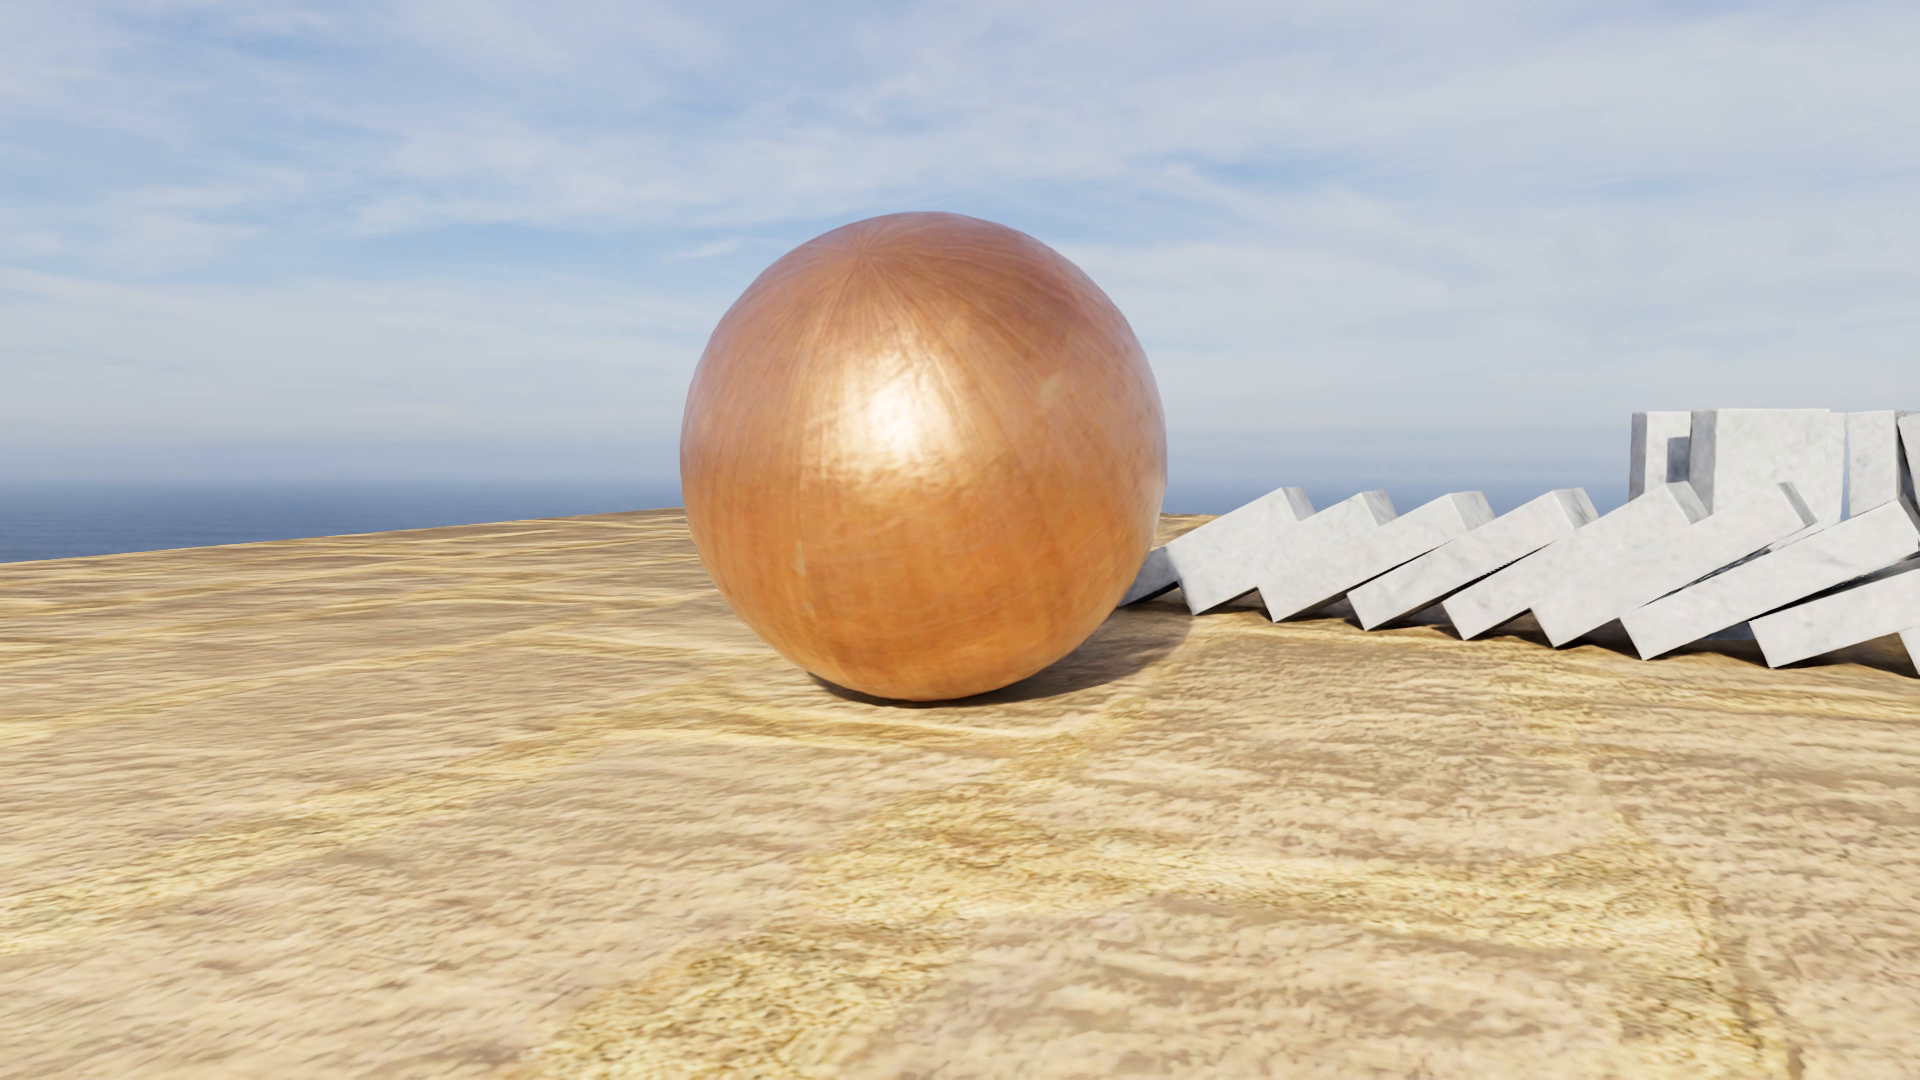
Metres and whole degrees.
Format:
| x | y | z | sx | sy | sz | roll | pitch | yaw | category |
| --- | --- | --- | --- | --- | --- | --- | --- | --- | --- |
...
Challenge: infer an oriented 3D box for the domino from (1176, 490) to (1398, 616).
| x | y | z | sx | sy | sz | roll | pitch | yaw | category |
| --- | --- | --- | --- | --- | --- | --- | --- | --- | --- |
| 0.081 | 0.003 | 0.318 | 0.050 | 0.009 | 0.025 | -29 | -11 | 29 | domino |

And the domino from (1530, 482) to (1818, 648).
| x | y | z | sx | sy | sz | roll | pitch | yaw | category |
| --- | --- | --- | --- | --- | --- | --- | --- | --- | --- |
| 0.145 | 0.005 | 0.261 | 0.050 | 0.010 | 0.025 | -36 | -19 | 34 | domino |

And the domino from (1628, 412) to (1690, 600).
| x | y | z | sx | sy | sz | roll | pitch | yaw | category |
| --- | --- | --- | --- | --- | --- | --- | --- | --- | --- |
| 0.174 | -0.005 | 0.305 | 0.025 | 0.050 | 0.009 | 1 | 4 | 7 | domino |

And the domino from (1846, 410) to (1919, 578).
| x | y | z | sx | sy | sz | roll | pitch | yaw | category |
| --- | --- | --- | --- | --- | --- | --- | --- | --- | --- |
| 0.228 | -0.006 | 0.316 | 0.025 | 0.050 | 0.009 | -4 | 2 | -41 | domino |

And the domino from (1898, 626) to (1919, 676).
| x | y | z | sx | sy | sz | roll | pitch | yaw | category |
| --- | --- | --- | --- | --- | --- | --- | --- | --- | --- |
| 0.197 | 0.011 | 0.227 | 0.050 | 0.009 | 0.025 | -26 | -12 | 36 | domino |

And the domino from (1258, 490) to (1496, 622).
| x | y | z | sx | sy | sz | roll | pitch | yaw | category |
| --- | --- | --- | --- | --- | --- | --- | --- | --- | --- |
| 0.098 | 0.004 | 0.302 | 0.050 | 0.009 | 0.025 | -31 | -16 | 35 | domino |

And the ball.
| x | y | z | sx | sy | sz | roll | pitch | yaw | category |
| --- | --- | --- | --- | --- | --- | --- | --- | --- | --- |
| -0.006 | -0.013 | 0.213 | 0.080 | 0.080 | 0.080 | 0 | 4 | 0 | ball |

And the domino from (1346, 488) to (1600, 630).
| x | y | z | sx | sy | sz | roll | pitch | yaw | category |
| --- | --- | --- | --- | --- | --- | --- | --- | --- | --- |
| 0.115 | 0.004 | 0.288 | 0.050 | 0.009 | 0.025 | -34 | -17 | 36 | domino |

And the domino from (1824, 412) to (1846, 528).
| x | y | z | sx | sy | sz | roll | pitch | yaw | category |
| --- | --- | --- | --- | --- | --- | --- | --- | --- | --- |
| 0.210 | -0.007 | 0.325 | 0.009 | 0.050 | 0.025 | 0 | 4 | 1 | domino |

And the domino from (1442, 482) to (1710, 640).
| x | y | z | sx | sy | sz | roll | pitch | yaw | category |
| --- | --- | --- | --- | --- | --- | --- | --- | --- | --- |
| 0.131 | 0.005 | 0.274 | 0.050 | 0.009 | 0.025 | -37 | -19 | 35 | domino |

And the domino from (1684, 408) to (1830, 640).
| x | y | z | sx | sy | sz | roll | pitch | yaw | category |
| --- | --- | --- | --- | --- | --- | --- | --- | --- | --- |
| 0.175 | -0.004 | 0.282 | 0.025 | 0.050 | 0.010 | 0 | 4 | -4 | domino |

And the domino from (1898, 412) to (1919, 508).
| x | y | z | sx | sy | sz | roll | pitch | yaw | category |
| --- | --- | --- | --- | --- | --- | --- | --- | --- | --- |
| 0.239 | -0.006 | 0.303 | 0.025 | 0.050 | 0.009 | -2 | -11 | -27 | domino |

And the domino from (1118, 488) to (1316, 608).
| x | y | z | sx | sy | sz | roll | pitch | yaw | category |
| --- | --- | --- | --- | --- | --- | --- | --- | --- | --- |
| 0.064 | 0.002 | 0.328 | 0.050 | 0.009 | 0.025 | -28 | -11 | 25 | domino |

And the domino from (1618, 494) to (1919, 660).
| x | y | z | sx | sy | sz | roll | pitch | yaw | category |
| --- | --- | --- | --- | --- | --- | --- | --- | --- | --- |
| 0.157 | 0.008 | 0.248 | 0.050 | 0.009 | 0.025 | -33 | -17 | 36 | domino |

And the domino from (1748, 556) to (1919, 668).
| x | y | z | sx | sy | sz | roll | pitch | yaw | category |
| --- | --- | --- | --- | --- | --- | --- | --- | --- | --- |
| 0.178 | 0.010 | 0.240 | 0.050 | 0.009 | 0.025 | -27 | -12 | 34 | domino |
